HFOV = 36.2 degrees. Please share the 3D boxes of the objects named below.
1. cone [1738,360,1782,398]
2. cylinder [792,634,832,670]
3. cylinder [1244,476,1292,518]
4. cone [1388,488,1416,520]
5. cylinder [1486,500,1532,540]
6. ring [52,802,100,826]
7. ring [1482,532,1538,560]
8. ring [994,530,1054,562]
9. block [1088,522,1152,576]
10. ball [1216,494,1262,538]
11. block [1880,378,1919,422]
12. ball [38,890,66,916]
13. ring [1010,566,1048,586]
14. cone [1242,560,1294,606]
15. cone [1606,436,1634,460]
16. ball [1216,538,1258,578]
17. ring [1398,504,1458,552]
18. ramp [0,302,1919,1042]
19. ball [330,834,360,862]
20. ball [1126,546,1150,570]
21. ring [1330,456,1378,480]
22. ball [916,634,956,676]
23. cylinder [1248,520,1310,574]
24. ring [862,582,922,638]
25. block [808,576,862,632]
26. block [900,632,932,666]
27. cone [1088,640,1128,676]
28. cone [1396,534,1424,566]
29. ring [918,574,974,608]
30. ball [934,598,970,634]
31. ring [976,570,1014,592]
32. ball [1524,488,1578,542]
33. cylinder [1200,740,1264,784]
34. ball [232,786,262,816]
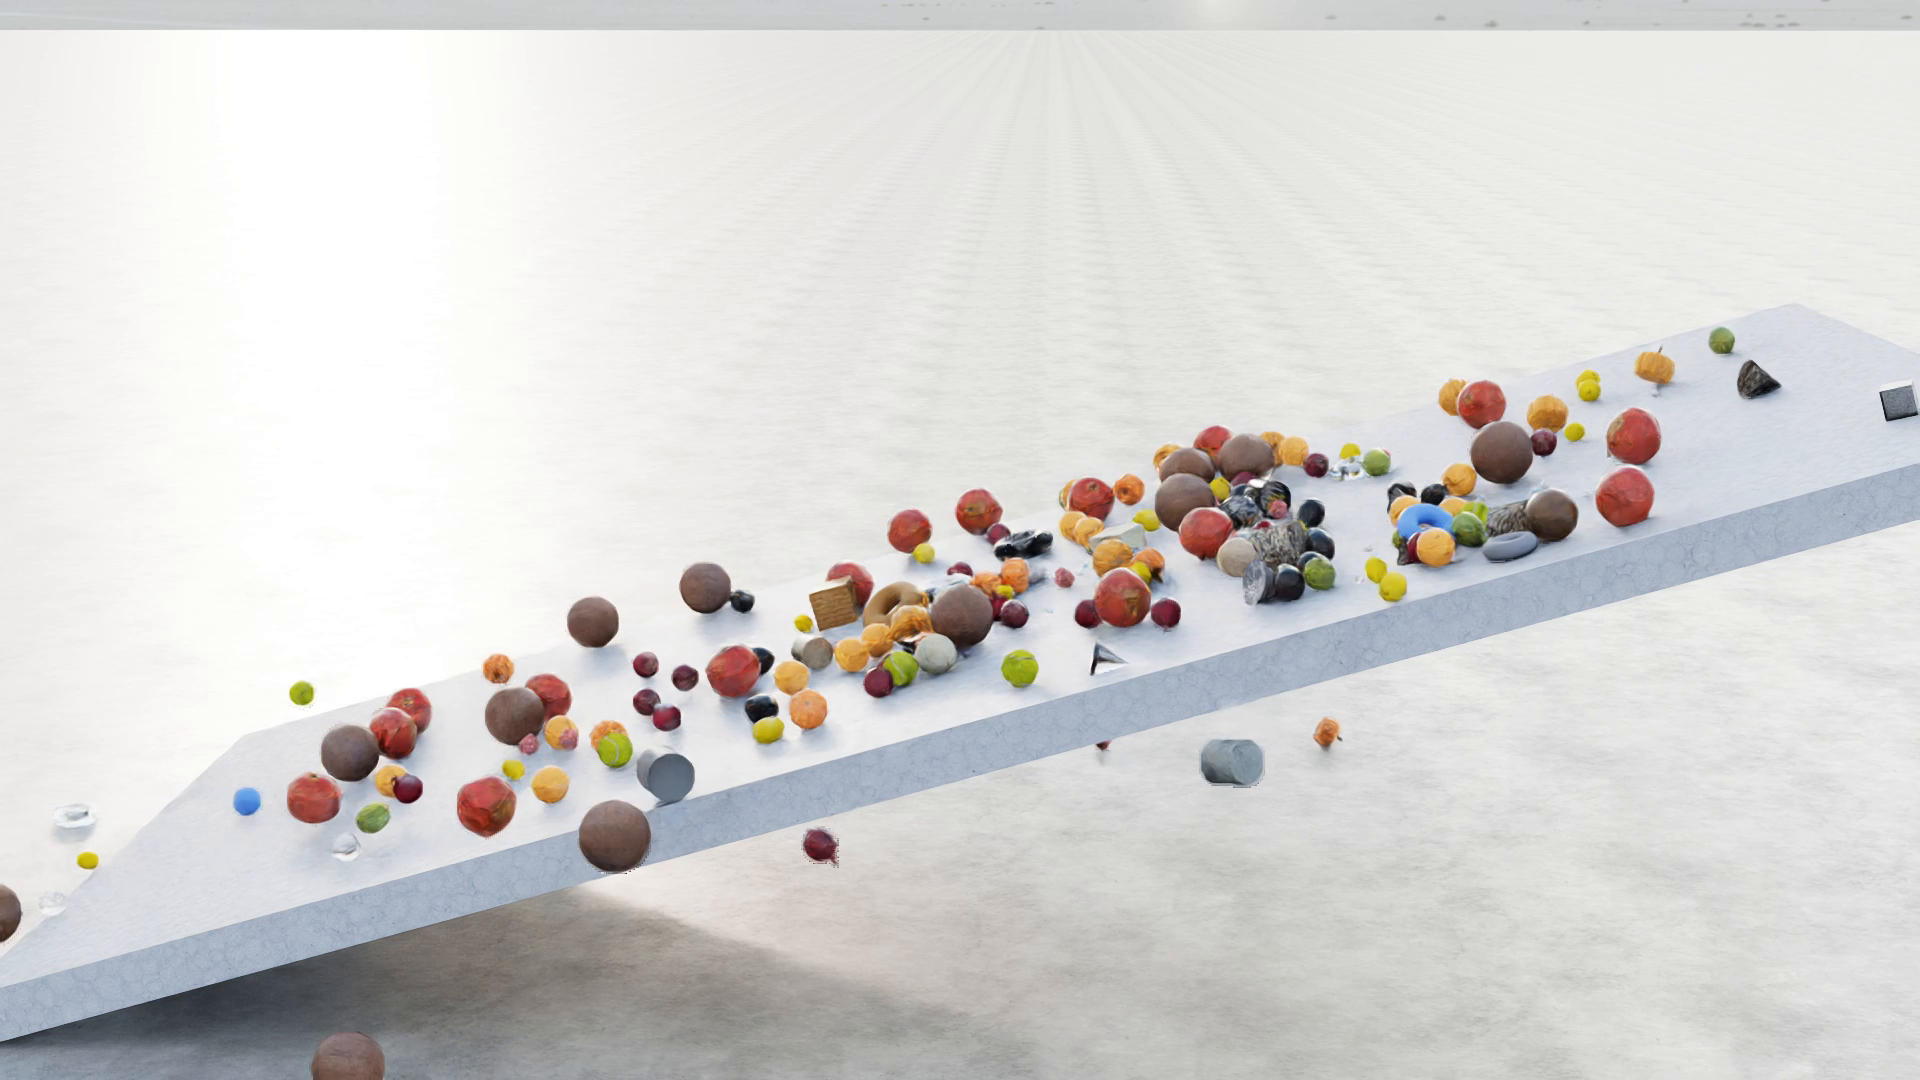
[{"bbox_3d":[1.692,-0.331,6.182,0.083,0.083,0.083,9,9,-12],"label":"cone"},{"bbox_3d":[-0.312,0.236,6.207,0.069,0.069,0.069,-4,5,-22],"label":"cylinder"},{"bbox_3d":[0.668,-0.092,6.392,0.083,0.083,0.083,-2,7,-11],"label":"cylinder"},{"bbox_3d":[0.918,-0.070,6.013,0.066,0.066,0.066,9,8,-14],"label":"cone"},{"bbox_3d":[1.029,-0.032,5.463,0.075,0.075,0.075,-13,0,38],"label":"cylinder"},{"bbox_3d":[-2.107,0.655,7.012,0.111,0.037,0.111,0,13,0],"label":"ring"},{"bbox_3d":[1.008,0.012,5.391,0.103,0.034,0.103,-14,9,2],"label":"ring"},{"bbox_3d":[0.147,0.013,6.776,0.143,0.048,0.143,-16,11,3],"label":"ring"},{"bbox_3d":[0.344,0.020,6.300,0.084,0.084,0.084,-8,13,41],"label":"block"},{"bbox_3d":[0.593,-0.049,6.245,0.093,0.093,0.093,0,11,0],"label":"ball"},{"bbox_3d":[1.787,-0.266,5.593,0.060,0.060,0.060,-12,11,24],"label":"block"},{"bbox_3d":[-1.842,0.737,5.965,0.053,0.053,0.053,0,11,0],"label":"ball"},{"bbox_3d":[0.151,0.079,6.446,0.086,0.029,0.086,-18,9,3],"label":"ring"},{"bbox_3d":[0.601,0.087,5.621,0.090,0.090,0.090,9,7,-22],"label":"cone"},{"bbox_3d":[1.341,-0.181,5.962,0.050,0.050,0.050,14,13,12],"label":"cone"},{"bbox_3d":[0.536,0.034,5.684,0.078,0.078,0.078,0,11,0],"label":"ball"},{"bbox_3d":[0.893,-0.023,5.617,0.116,0.039,0.116,4,45,-4],"label":"ring"},{"bbox_3d":[0.088,0.188,6.322,4.000,0.100,2.000,-16,10,5],"label":"ramp"},{"bbox_3d":[-1.185,0.594,5.674,0.056,0.056,0.056,0,11,0],"label":"ball"},{"bbox_3d":[0.377,0.039,6.233,0.050,0.050,0.050,0,11,0],"label":"ball"},{"bbox_3d":[0.881,-0.161,6.576,0.108,0.036,0.108,-15,11,3],"label":"ring"},{"bbox_3d":[-0.047,0.226,5.794,0.081,0.081,0.081,0,11,0],"label":"ball"},{"bbox_3d":[0.631,0.017,5.807,0.094,0.094,0.094,-13,6,20],"label":"cylinder"},{"bbox_3d":[-0.146,0.151,6.346,0.146,0.049,0.146,-26,35,20],"label":"ring"},{"bbox_3d":[-0.281,0.143,6.623,0.090,0.090,0.090,-15,10,8],"label":"block"},{"bbox_3d":[-0.080,0.220,5.963,0.052,0.052,0.052,-20,10,-21],"label":"block"},{"bbox_3d":[0.279,0.222,5.415,0.072,0.072,0.072,11,11,0],"label":"cone"},{"bbox_3d":[0.847,0.015,5.583,0.053,0.053,0.053,-16,10,3],"label":"cone"},{"bbox_3d":[-0.036,0.114,6.508,0.143,0.048,0.143,-15,10,3],"label":"ring"},{"bbox_3d":[-0.017,0.160,6.130,0.076,0.076,0.076,0,11,0],"label":"ball"},{"bbox_3d":[0.081,0.089,6.502,0.093,0.031,0.093,-15,10,3],"label":"ring"},{"bbox_3d":[1.086,-0.046,5.398,0.097,0.097,0.097,0,11,0],"label":"ball"},{"bbox_3d":[0.474,0.387,5.130,0.078,0.078,0.078,-8,2,-37],"label":"cylinder"},{"bbox_3d":[-1.554,0.569,6.409,0.062,0.062,0.062,0,11,0],"label":"ball"}]
